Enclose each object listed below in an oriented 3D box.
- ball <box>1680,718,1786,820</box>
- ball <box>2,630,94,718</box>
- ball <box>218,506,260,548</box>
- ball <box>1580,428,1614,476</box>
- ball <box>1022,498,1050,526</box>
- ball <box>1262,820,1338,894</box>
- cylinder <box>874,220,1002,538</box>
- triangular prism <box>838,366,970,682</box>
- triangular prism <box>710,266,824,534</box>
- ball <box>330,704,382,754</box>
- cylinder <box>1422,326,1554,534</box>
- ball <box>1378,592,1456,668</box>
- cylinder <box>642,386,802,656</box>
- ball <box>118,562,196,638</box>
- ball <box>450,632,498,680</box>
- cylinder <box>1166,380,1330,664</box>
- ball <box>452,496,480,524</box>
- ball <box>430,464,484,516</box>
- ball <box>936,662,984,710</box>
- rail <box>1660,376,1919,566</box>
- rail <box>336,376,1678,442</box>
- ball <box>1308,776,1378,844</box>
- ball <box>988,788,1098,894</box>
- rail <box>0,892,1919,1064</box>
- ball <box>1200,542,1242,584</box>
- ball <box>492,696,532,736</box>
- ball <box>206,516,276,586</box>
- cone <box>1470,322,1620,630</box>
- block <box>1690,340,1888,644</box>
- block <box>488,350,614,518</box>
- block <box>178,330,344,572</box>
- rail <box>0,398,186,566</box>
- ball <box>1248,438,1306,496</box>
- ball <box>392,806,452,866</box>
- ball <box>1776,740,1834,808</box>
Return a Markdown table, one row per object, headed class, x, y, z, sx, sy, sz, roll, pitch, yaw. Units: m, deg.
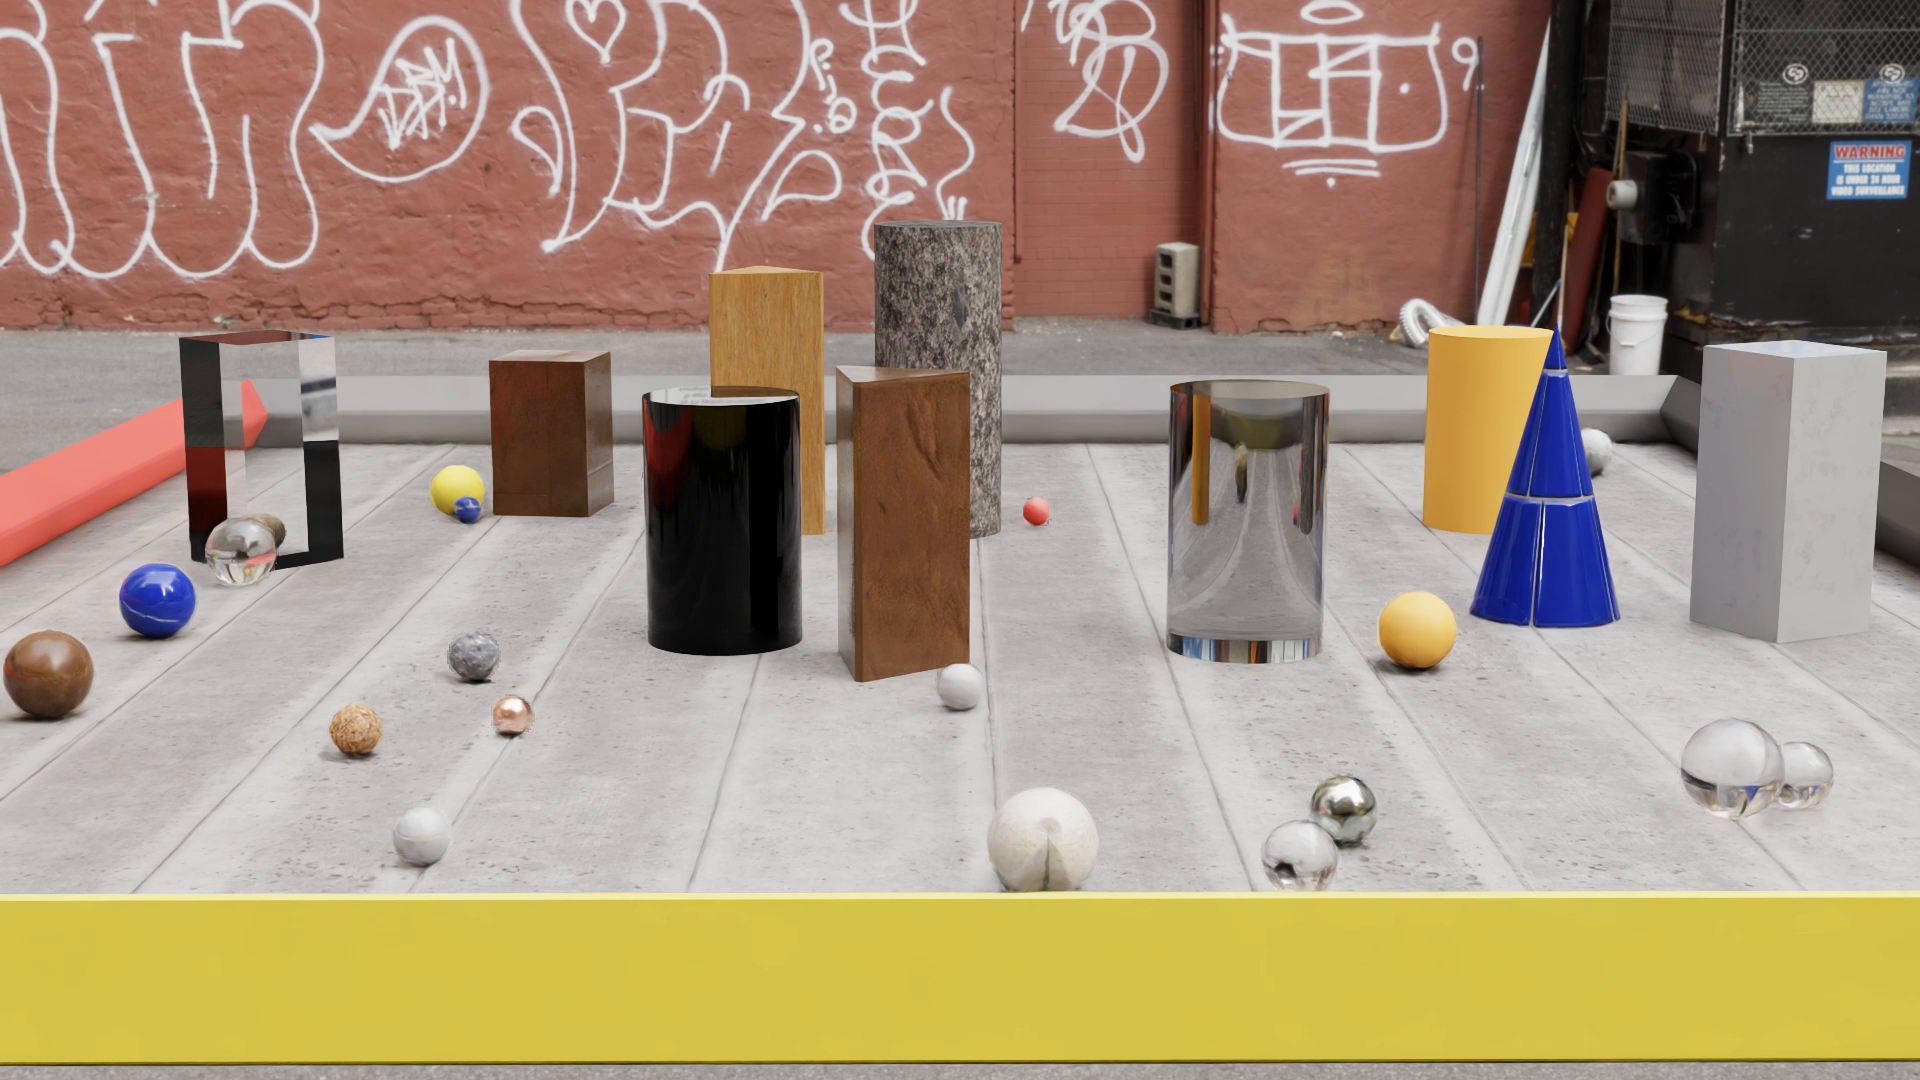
| class | x | y | z | sx | sy | sz | roll | pitch | yaw |
| --- | --- | --- | --- | --- | --- | --- | --- | --- | --- |
| ball | 0.756 | 0.224 | 2.510 | 0.099 | 0.099 | 0.099 | 0 | 10 | 0 |
| ball | -1.031 | 0.151 | 2.903 | 0.098 | 0.098 | 0.098 | 0 | 10 | 0 |
| ball | -1.101 | -0.019 | 3.918 | 0.064 | 0.064 | 0.064 | 0 | 10 | 0 |
| ball | 1.134 | -0.159 | 4.620 | 0.084 | 0.084 | 0.084 | 0 | 10 | 0 |
| ball | 0.122 | -0.045 | 4.096 | 0.044 | 0.044 | 0.044 | 0 | 10 | 0 |
| ball | 0.302 | 0.282 | 2.277 | 0.068 | 0.068 | 0.068 | 0 | 10 | 0 |
| cylinder | -0.034 | -0.255 | 4.039 | 0.200 | 0.484 | 0.200 | 0 | 10 | 0 |
| triangular prism | -0.102 | -0.028 | 3.147 | 0.173 | 0.361 | 0.150 | -9 | 14 | -39 |
| triangular prism | -0.309 | -0.223 | 4.064 | 0.173 | 0.411 | 0.150 | -2 | 11 | -8 |
| ball | -0.646 | 0.203 | 2.745 | 0.055 | 0.055 | 0.055 | 0 | 10 | 0 |
| cylinder | 0.847 | -0.179 | 4.105 | 0.200 | 0.310 | 0.200 | 0 | 10 | 0 |
| ball | 0.559 | 0.110 | 3.136 | 0.094 | 0.094 | 0.094 | 0 | 10 | 0 |
| cylinder | -0.302 | -0.028 | 3.276 | 0.200 | 0.315 | 0.200 | 0 | 10 | 0 |
| ball | -1.035 | 0.077 | 3.308 | 0.096 | 0.096 | 0.096 | 0 | 10 | 0 |
| ball | -0.583 | 0.139 | 3.078 | 0.058 | 0.058 | 0.058 | 0 | 10 | 0 |
| cylinder | 0.362 | -0.027 | 3.233 | 0.200 | 0.329 | 0.200 | 0 | 10 | 0 |
| ball | -0.794 | -0.049 | 4.133 | 0.045 | 0.045 | 0.045 | 0 | 10 | 0 |
| ball | -0.820 | -0.080 | 4.188 | 0.086 | 0.086 | 0.086 | 0 | 10 | 0 |
| ball | 0.000 | 0.168 | 2.937 | 0.054 | 0.054 | 0.054 | 0 | 10 | 0 |
| rail | 1.389 | 0.032 | 3.457 | 0.045 | 0.130 | 3.185 | 0 | 10 | 0 |
| rail | -0.009 | -0.252 | 4.991 | 2.825 | 0.130 | 0.045 | 0 | 10 | 0 |
| ball | 0.363 | 0.256 | 2.428 | 0.065 | 0.065 | 0.065 | 0 | 10 | 0 |
| ball | 0.073 | 0.268 | 2.268 | 0.099 | 0.099 | 0.099 | 0 | 10 | 0 |
| rail | 0.009 | 0.319 | 1.906 | 2.825 | 0.130 | 0.045 | 0 | 10 | 0 |
| ball | 0.372 | 0.032 | 3.652 | 0.061 | 0.061 | 0.061 | 0 | 10 | 0 |
| ball | -0.493 | 0.193 | 2.825 | 0.044 | 0.044 | 0.044 | 0 | 10 | 0 |
| ball | -1.020 | 0.015 | 3.641 | 0.097 | 0.097 | 0.097 | 0 | 10 | 0 |
| cone | 0.788 | -0.095 | 3.421 | 0.200 | 0.394 | 0.200 | 0 | 10 | 0 |
| block | 1.078 | -0.067 | 3.347 | 0.160 | 0.366 | 0.160 | -5 | 12 | -27 |
| block | -0.675 | -0.179 | 4.255 | 0.160 | 0.255 | 0.160 | 1 | 11 | 8 |
| block | -1.034 | -0.134 | 3.802 | 0.160 | 0.333 | 0.160 | 9 | 14 | 41 |
| rail | -1.389 | 0.035 | 3.441 | 0.045 | 0.130 | 3.185 | 0 | 10 | 0 |
| ball | 0.542 | -0.126 | 4.397 | 0.100 | 0.100 | 0.100 | 0 | 10 | 0 |
| ball | -0.496 | 0.273 | 2.367 | 0.054 | 0.054 | 0.054 | 0 | 10 | 0 |
| ball | 0.832 | 0.233 | 2.546 | 0.067 | 0.067 | 0.067 | 0 | 10 | 0 |
